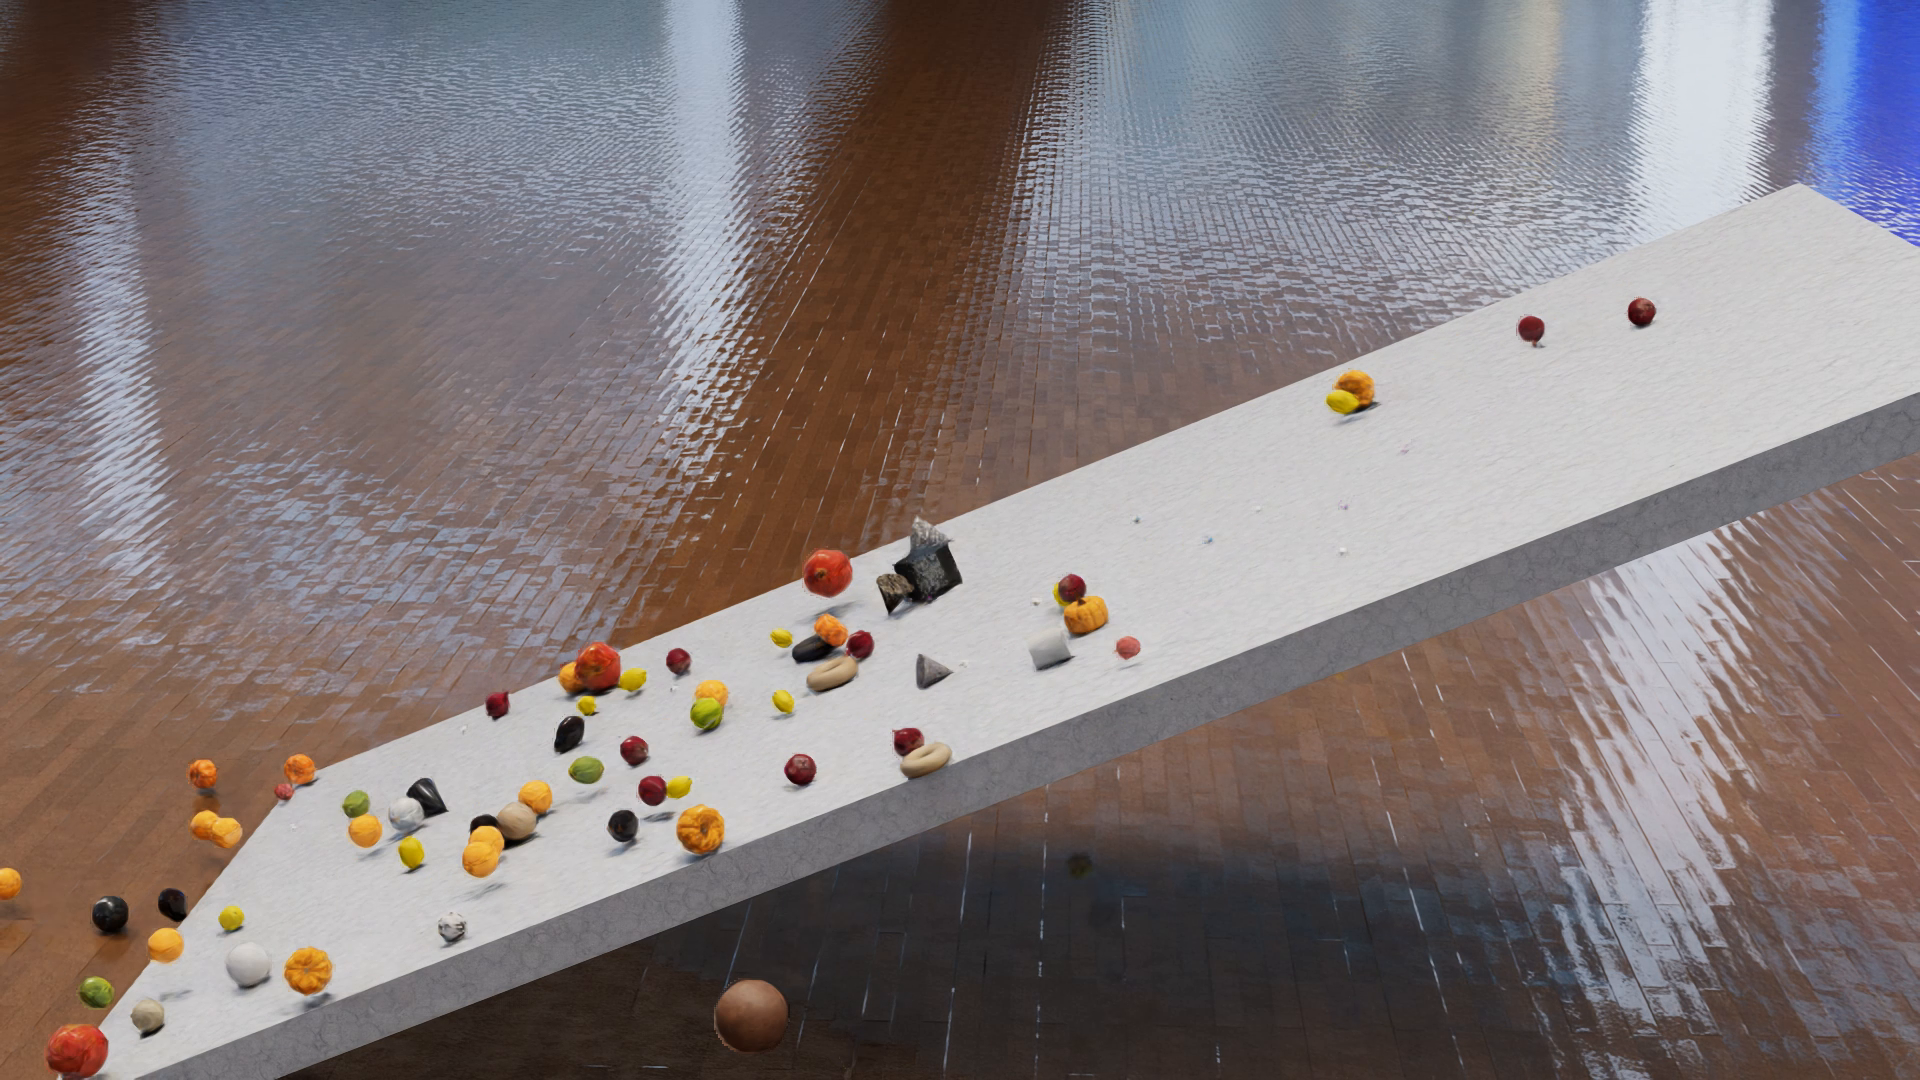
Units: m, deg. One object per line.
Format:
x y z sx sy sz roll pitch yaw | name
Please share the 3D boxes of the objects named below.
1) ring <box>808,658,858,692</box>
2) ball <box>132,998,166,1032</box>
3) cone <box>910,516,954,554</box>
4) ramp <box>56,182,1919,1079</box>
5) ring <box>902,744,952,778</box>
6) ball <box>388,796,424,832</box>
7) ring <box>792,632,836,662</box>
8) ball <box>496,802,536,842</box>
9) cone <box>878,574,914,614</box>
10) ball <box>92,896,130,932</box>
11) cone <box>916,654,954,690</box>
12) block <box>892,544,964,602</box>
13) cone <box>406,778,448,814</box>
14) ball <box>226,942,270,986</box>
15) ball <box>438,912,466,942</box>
-0.270 0.283 6.214 0.115 0.038 0.115 -21 13 5 | ring
-1.601 0.938 5.801 0.065 0.065 0.065 0 14 0 | ball
-0.060 -0.004 7.038 0.097 0.097 0.097 8 16 12 | cone
0.127 0.172 6.288 4.000 0.100 2.000 -22 12 8 | ramp
-0.062 0.400 5.351 0.098 0.033 0.098 -21 13 5 | ring
-1.223 0.606 6.488 0.079 0.079 0.079 0 14 0 | ball
-0.324 0.238 6.513 0.104 0.035 0.104 -24 12 5 | ring
-0.909 0.578 6.029 0.081 0.081 0.081 0 14 0 | ball
-0.151 0.133 6.570 0.084 0.084 0.084 9 32 -6 | cone
-1.949 0.857 6.746 0.084 0.084 0.084 0 14 0 | ball
-0.045 0.264 5.899 0.071 0.071 0.071 1 13 -16 | cone
-0.072 0.075 6.603 0.094 0.094 0.094 -32 15 -34 | block
-1.172 0.589 6.554 0.092 0.092 0.092 22 24 35 | cone
-1.407 0.839 5.814 0.087 0.087 0.087 0 14 0 | ball
-0.956 0.728 5.538 0.054 0.054 0.054 0 14 0 | ball
